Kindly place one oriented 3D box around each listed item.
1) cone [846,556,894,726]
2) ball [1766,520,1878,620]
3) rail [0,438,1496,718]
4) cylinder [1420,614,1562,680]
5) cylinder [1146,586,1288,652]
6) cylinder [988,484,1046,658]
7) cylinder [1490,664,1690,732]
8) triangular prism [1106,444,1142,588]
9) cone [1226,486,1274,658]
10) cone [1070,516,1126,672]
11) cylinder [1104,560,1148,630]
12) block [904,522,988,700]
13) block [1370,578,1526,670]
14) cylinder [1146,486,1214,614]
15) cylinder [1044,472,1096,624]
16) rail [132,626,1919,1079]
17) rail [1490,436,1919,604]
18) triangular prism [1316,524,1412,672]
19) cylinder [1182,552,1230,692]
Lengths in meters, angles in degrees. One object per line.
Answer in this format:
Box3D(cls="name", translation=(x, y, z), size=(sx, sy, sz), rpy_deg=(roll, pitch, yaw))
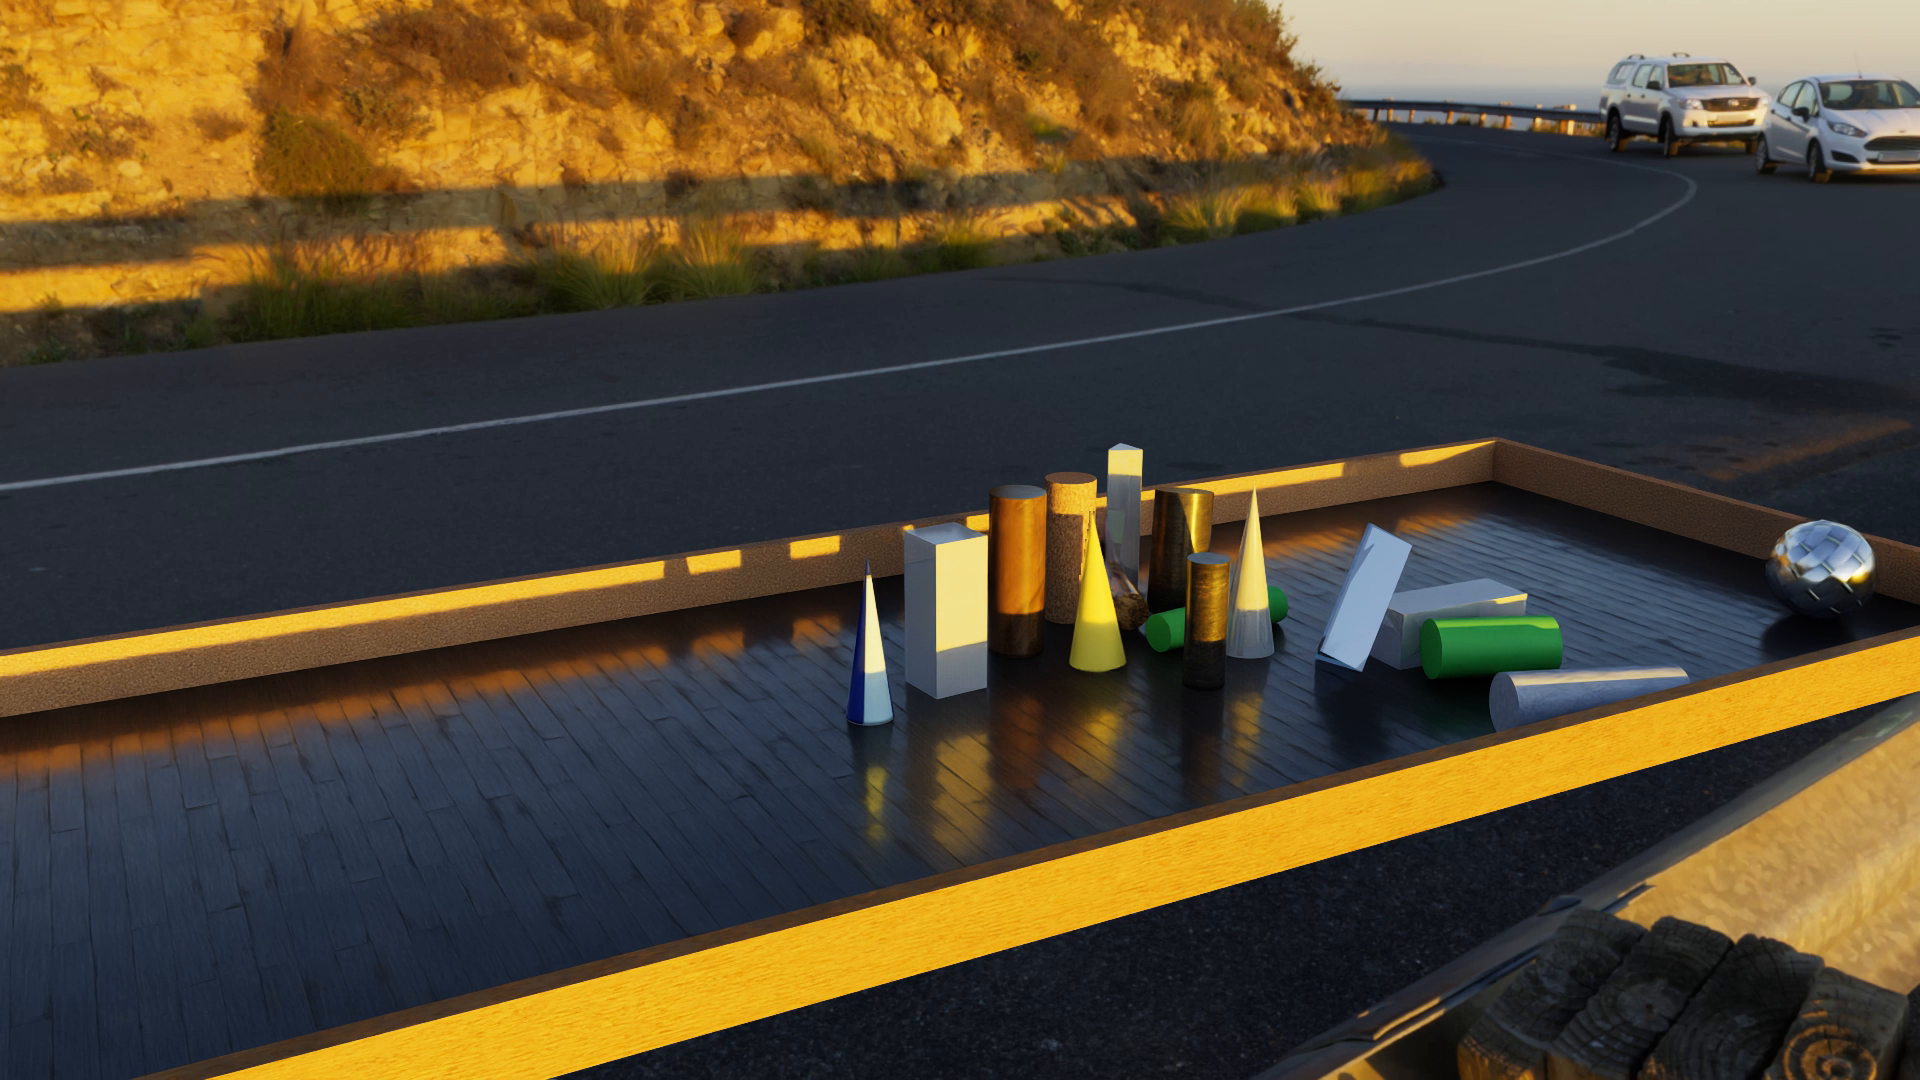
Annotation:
Box3D(cls="cone", translation=(-0.214, 0.225, 3.870), size=(0.115, 0.405, 0.115), rpy_deg=(0, 16, 0))
Box3D(cls="ball", translation=(2.393, 0.083, 4.583), size=(0.277, 0.277, 0.277), rpy_deg=(0, 16, 0))
Box3D(cls="rail", translation=(-3.305, 0.497, 3.399), size=(12.000, 0.150, 0.050), rpy_deg=(-9, 18, -27))
Box3D(cls="cylinder", translation=(1.338, 0.270, 4.164), size=(0.309, 0.153, 0.153), rpy_deg=(-2, 16, -5))
Box3D(cls="cylinder", translation=(0.697, 0.211, 4.456), size=(0.427, 0.103, 0.103), rpy_deg=(-11, 20, -33))
Box3D(cls="cylinder", translation=(0.149, 0.081, 4.317), size=(0.149, 0.429, 0.149), rpy_deg=(0, 16, 0))
Box3D(cls="cylinder", translation=(1.454, 0.373, 3.806), size=(0.416, 0.157, 0.157), rpy_deg=(-2, 16, -7))
Box3D(cls="triangular prism", translation=(0.472, -0.068, 4.838), size=(0.100, 0.422, 0.086), rpy_deg=(-1, 16, -3))
Box3D(cls="cone", translation=(0.758, 0.070, 4.309), size=(0.149, 0.455, 0.149), rpy_deg=(0, 16, 0))
Box3D(cls="cone", translation=(0.345, 0.123, 4.216), size=(0.148, 0.396, 0.148), rpy_deg=(-3, 14, 1))
Box3D(cls="cylinder", translation=(0.446, 0.152, 4.652), size=(0.104, 0.104, 0.315), rpy_deg=(-2, 17, -7))
Box3D(cls="block", translation=(-0.035, 0.172, 4.072), size=(0.147, 0.393, 0.147), rpy_deg=(-10, 19, -32))
Box3D(cls="block", translation=(1.278, 0.218, 4.348), size=(0.406, 0.149, 0.149), rpy_deg=(-7, 18, -24))
Box3D(cls="cylinder", translation=(0.615, 0.031, 4.605), size=(0.164, 0.341, 0.164), rpy_deg=(3, 8, 0))
Box3D(cls="cylinder", translation=(0.303, 0.022, 4.574), size=(0.141, 0.399, 0.141), rpy_deg=(0, 16, 0))
Box3D(cls="rail", translation=(-2.336, 1.006, 1.665), size=(12.000, 0.150, 0.050), rpy_deg=(-9, 18, -27))
Box3D(cls="rail", translation=(2.466, -0.048, 5.253), size=(0.050, 0.150, 2.100), rpy_deg=(-9, 18, -27))
Box3D(cls="triangular prism", translation=(1.018, 0.147, 4.266), size=(0.138, 0.355, 0.120), rpy_deg=(26, -8, -16))
Box3D(cls="cylinder", translation=(0.610, 0.202, 4.086), size=(0.105, 0.328, 0.105), rpy_deg=(0, 16, 0))
